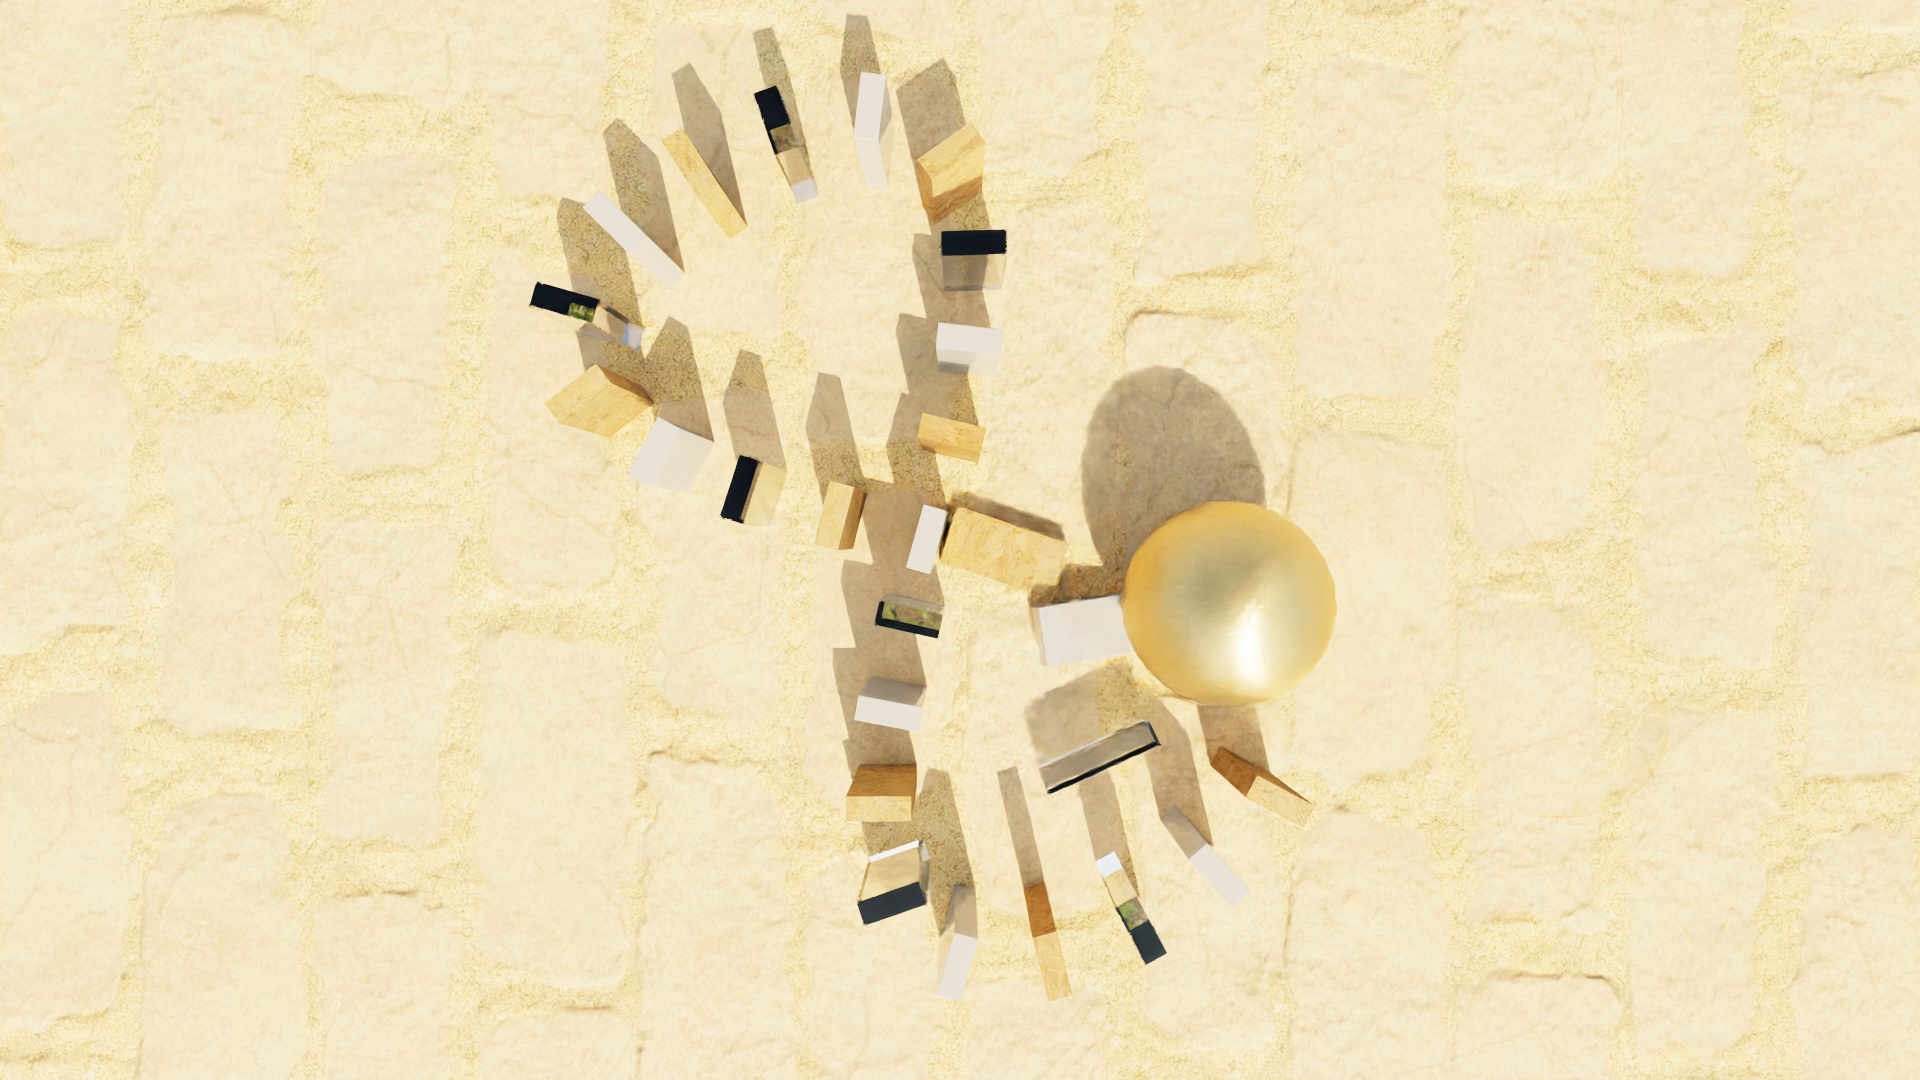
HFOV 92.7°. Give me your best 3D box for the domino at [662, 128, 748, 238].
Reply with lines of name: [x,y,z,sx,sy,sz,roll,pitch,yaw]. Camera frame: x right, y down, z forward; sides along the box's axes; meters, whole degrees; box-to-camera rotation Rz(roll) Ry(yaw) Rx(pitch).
domino: [-0.103,-0.145,0.375,0.009,0.050,0.025,-33,90,0]

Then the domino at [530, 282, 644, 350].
domino: [-0.151,-0.091,0.375,0.025,0.050,0.009,16,90,0]

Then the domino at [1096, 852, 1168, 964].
domino: [0.069,0.149,0.375,0.009,0.050,0.025,-28,90,0]

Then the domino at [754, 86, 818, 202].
domino: [-0.070,-0.160,0.375,0.009,0.050,0.025,-19,90,0]

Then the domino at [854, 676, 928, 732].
domino: [-0.027,0.066,0.375,0.025,0.050,0.010,11,90,0]

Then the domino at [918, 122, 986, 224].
domino: [-0.003,-0.149,0.375,0.025,0.050,0.009,-35,90,0]

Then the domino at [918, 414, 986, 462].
domino: [-0.003,-0.041,0.375,0.025,0.050,0.009,13,90,0]

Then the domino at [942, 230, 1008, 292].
domino: [0.005,-0.114,0.375,0.025,0.050,0.009,-2,90,0]

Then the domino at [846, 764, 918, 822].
domino: [-0.031,0.103,0.375,0.025,0.050,0.009,0,90,0]

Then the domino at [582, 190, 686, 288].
domino: [-0.132,-0.122,0.375,0.025,0.050,0.010,45,90,0]

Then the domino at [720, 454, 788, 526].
domino: [-0.084,-0.019,0.375,0.009,0.050,0.025,18,90,0]

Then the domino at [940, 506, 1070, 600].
domino: [0.019,0.006,0.395,0.050,0.010,0.025,19,90,0]

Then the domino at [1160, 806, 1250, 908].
domino: [0.099,0.128,0.375,0.010,0.050,0.025,-42,90,0]

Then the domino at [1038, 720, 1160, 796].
domino: [0.058,0.091,0.387,0.050,0.025,0.010,-25,82,0]

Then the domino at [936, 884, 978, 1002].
domino: [-0.001,0.163,0.375,0.009,0.050,0.025,16,90,0]

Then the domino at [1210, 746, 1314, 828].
domino: [0.122,0.100,0.375,0.025,0.050,0.009,28,90,0]

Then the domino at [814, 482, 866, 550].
domino: [-0.048,-0.009,0.375,0.009,0.050,0.025,14,90,0]

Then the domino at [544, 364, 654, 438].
domino: [-0.146,-0.056,0.375,0.025,0.050,0.009,-38,90,0]

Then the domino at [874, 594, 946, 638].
domino: [-0.020,0.030,0.375,0.025,0.050,0.009,13,90,0]

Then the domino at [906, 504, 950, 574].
domino: [-0.013,0.000,0.375,0.009,0.050,0.025,16,90,0]

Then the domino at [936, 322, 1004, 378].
domino: [0.004,-0.077,0.375,0.025,0.050,0.009,6,90,0]

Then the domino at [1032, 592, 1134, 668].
domino: [0.058,0.037,0.390,0.050,0.009,0.025,-8,90,-12]

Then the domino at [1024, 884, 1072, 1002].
domino: [0.035,0.163,0.375,0.010,0.050,0.025,-14,90,0]

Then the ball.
ball: [0.104,0.025,0.357,0.080,0.080,0.080,0,90,0]

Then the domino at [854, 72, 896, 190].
domino: [-0.035,-0.166,0.375,0.009,0.050,0.025,7,90,0]

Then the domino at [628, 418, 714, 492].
domino: [-0.117,-0.034,0.375,0.010,0.050,0.025,28,90,0]

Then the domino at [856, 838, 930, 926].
domino: [-0.026,0.139,0.375,0.025,0.050,0.010,-19,90,0]
